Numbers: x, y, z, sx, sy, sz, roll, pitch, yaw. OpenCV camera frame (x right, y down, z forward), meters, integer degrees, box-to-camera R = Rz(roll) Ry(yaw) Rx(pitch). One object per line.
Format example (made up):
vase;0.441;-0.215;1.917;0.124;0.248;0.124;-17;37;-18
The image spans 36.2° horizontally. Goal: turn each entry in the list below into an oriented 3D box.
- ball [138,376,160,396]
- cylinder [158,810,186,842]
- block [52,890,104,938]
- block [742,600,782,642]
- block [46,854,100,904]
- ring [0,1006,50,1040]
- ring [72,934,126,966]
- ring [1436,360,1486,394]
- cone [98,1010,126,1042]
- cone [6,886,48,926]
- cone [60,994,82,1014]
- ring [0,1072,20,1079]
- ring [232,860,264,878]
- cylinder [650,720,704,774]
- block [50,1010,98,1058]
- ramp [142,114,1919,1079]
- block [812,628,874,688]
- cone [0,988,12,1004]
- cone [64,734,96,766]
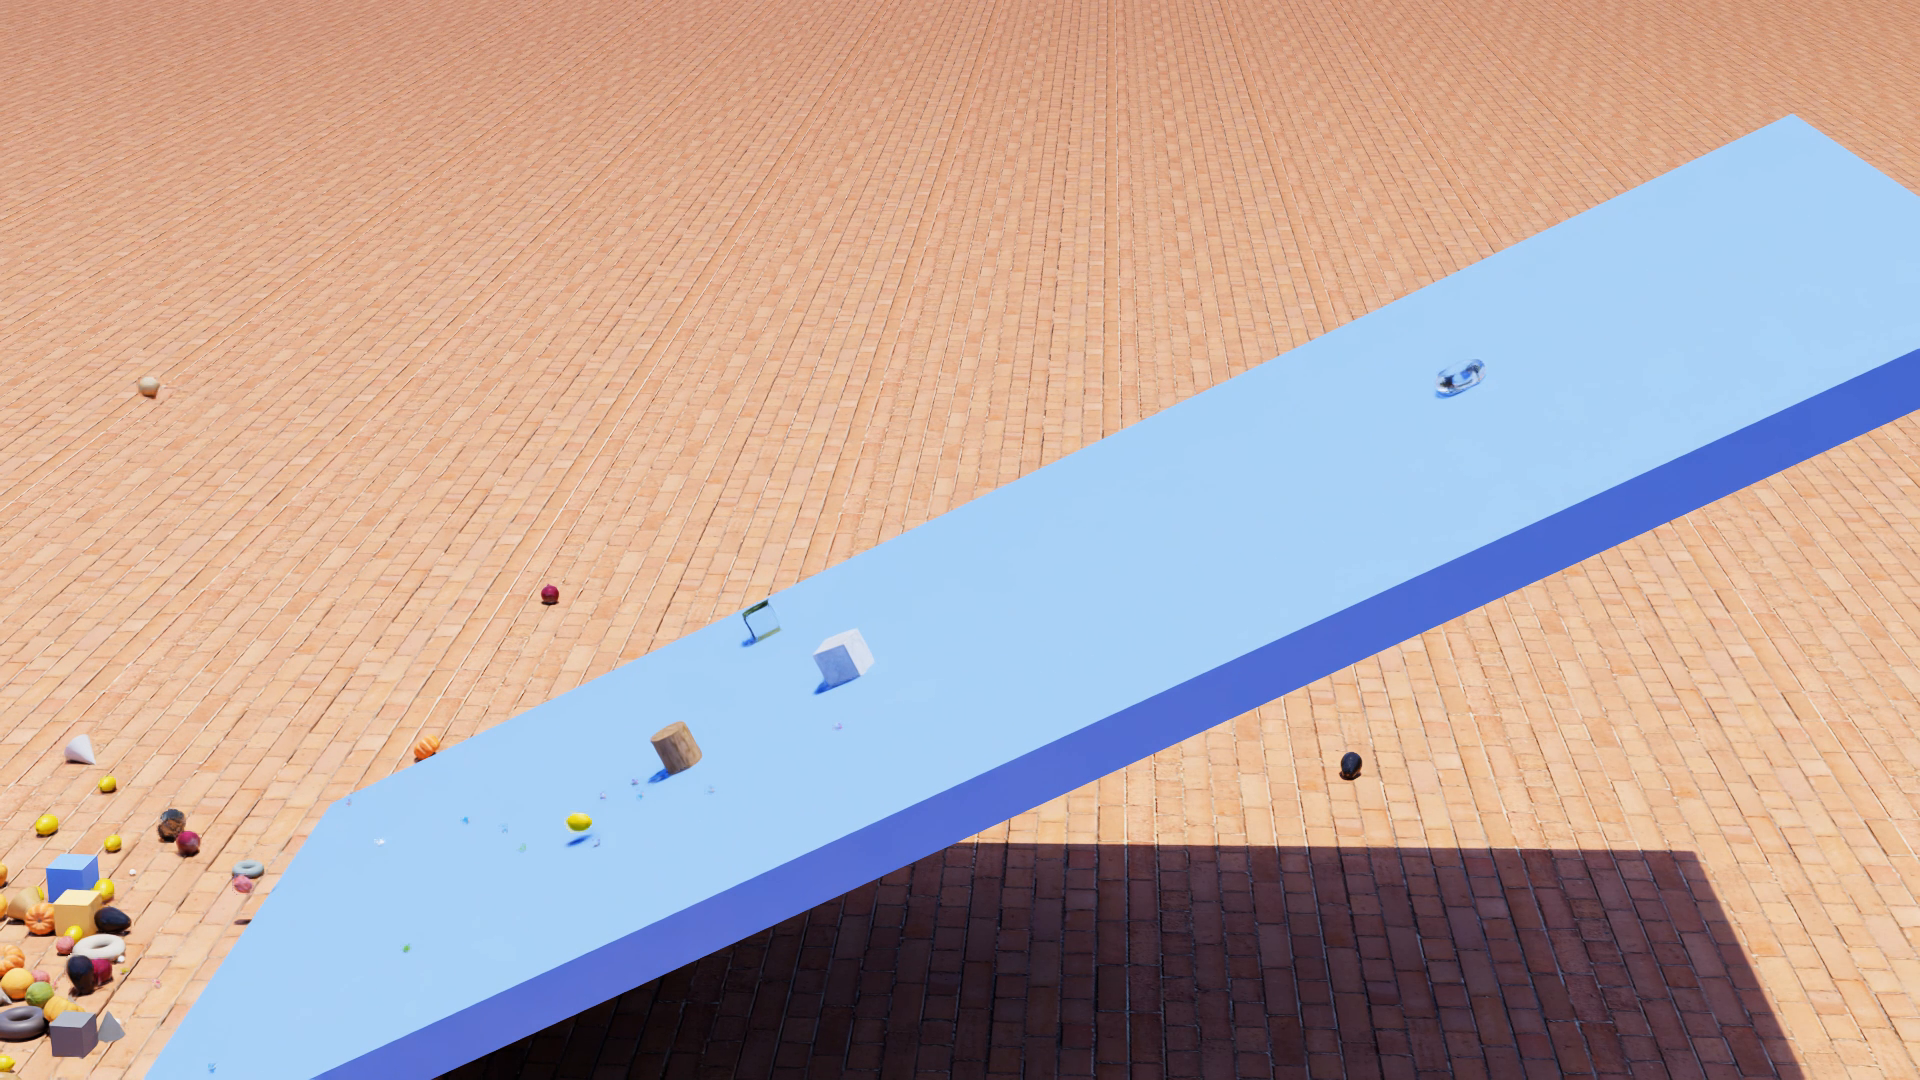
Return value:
ball;-3.346;-0.633;12.134;0.085;0.085;0.085;0;17;0
cylinder;-2.029;0.736;7.573;0.065;0.065;0.065;-3;17;-9
block;-2.102;0.892;7.014;0.085;0.085;0.085;2;17;5
block;-0.472;0.193;7.006;0.067;0.067;0.067;-27;14;1
block;-2.172;0.831;7.205;0.092;0.092;0.092;2;17;7
ring;-2.074;1.067;6.503;0.122;0.041;0.122;-1;16;0
ring;-2.011;0.958;6.871;0.122;0.041;0.122;-1;17;0
ring;1.042;-0.341;6.126;0.113;0.038;0.113;-25;15;7
cone;-1.874;1.063;6.477;0.064;0.064;0.064;0;17;0
cone;-2.221;0.898;7.066;0.095;0.095;0.095;36;30;17
cone;-1.990;1.038;6.584;0.051;0.051;0.051;0;17;0
ring;-2.034;1.158;6.201;0.117;0.039;0.117;1;16;0
ring;-1.779;0.823;7.349;0.079;0.026;0.079;1;18;0
cylinder;-0.607;0.445;6.300;0.084;0.084;0.084;-26;14;7
block;-1.931;1.078;6.410;0.073;0.073;0.073;2;17;8
ramp;0.139;0.168;6.281;4.000;0.100;2.000;-25;14;10
block;-0.250;0.253;6.324;0.083;0.083;0.083;-20;15;27
cone;-2.176;1.028;6.634;0.091;0.091;0.091;27;17;-3
cone;-2.404;0.594;8.095;0.085;0.085;0.085;38;33;22
